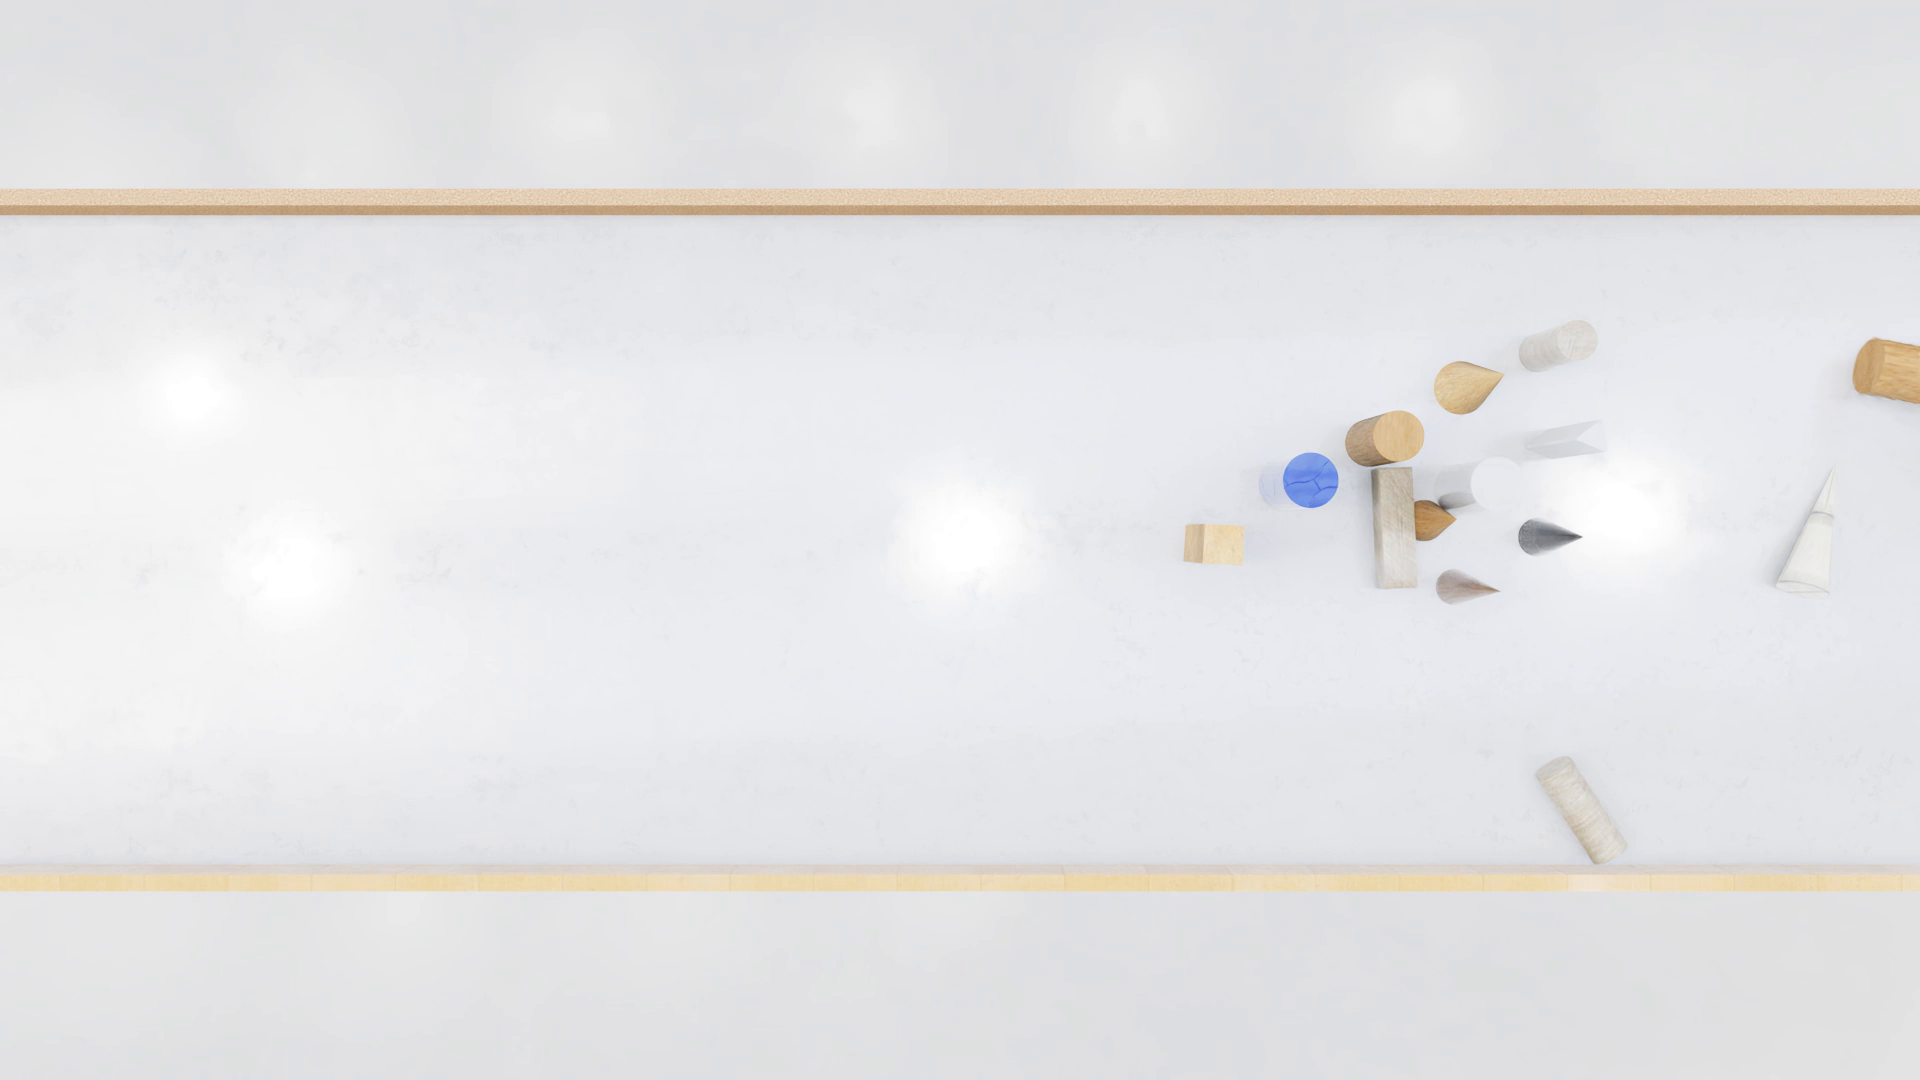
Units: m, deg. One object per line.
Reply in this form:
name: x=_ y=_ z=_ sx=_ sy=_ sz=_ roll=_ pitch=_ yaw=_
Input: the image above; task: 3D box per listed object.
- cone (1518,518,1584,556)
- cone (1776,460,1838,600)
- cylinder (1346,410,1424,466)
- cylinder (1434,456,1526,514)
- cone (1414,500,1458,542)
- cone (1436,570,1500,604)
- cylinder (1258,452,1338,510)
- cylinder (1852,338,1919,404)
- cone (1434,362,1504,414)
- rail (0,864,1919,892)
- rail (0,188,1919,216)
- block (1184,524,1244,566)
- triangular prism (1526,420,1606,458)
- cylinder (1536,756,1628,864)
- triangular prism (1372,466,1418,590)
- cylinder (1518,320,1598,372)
cone: x=1.778 y=-0.009 z=4.887 sx=0.121 sy=0.380 sz=0.121 roll=0 pitch=90 yaw=0
cone: x=2.629 y=-0.048 z=5.040 sx=0.148 sy=0.148 sz=0.435 roll=20 pitch=80 yaw=0
cylinder: x=1.259 y=-0.299 z=4.904 sx=0.148 sy=0.345 sz=0.148 roll=0 pitch=90 yaw=0
cylinder: x=1.543 y=-0.158 z=4.910 sx=0.159 sy=0.326 sz=0.159 roll=0 pitch=89 yaw=-2
cone: x=1.429 y=-0.060 z=4.908 sx=0.129 sy=0.336 sz=0.129 roll=0 pitch=90 yaw=0
cone: x=1.520 y=0.145 z=4.854 sx=0.111 sy=0.444 sz=0.111 roll=0 pitch=90 yaw=0
cylinder: x=0.999 y=-0.170 z=4.886 sx=0.160 sy=0.380 sz=0.160 roll=0 pitch=90 yaw=0
cylinder: x=2.964 y=-0.489 z=4.991 sx=0.434 sy=0.171 sz=0.171 roll=10 pitch=90 yaw=0
cone: x=1.541 y=-0.468 z=4.869 sx=0.166 sy=0.415 sz=0.166 roll=0 pitch=90 yaw=0
rail: x=-2.247 y=1.025 z=5.001 sx=12.000 sy=0.150 sz=0.050 roll=0 pitch=90 yaw=0
rail: x=-2.247 y=-1.025 z=5.002 sx=12.000 sy=0.150 sz=0.050 roll=0 pitch=90 yaw=0
block: x=0.747 y=0.013 z=4.875 sx=0.112 sy=0.404 sz=0.112 roll=3 pitch=90 yaw=0
triangular prism: x=1.797 y=-0.304 z=4.864 sx=0.092 sy=0.425 sz=0.080 roll=23 pitch=90 yaw=0
cylinder: x=1.891 y=0.821 z=5.017 sx=0.119 sy=0.119 sz=0.316 roll=-34 pitch=90 yaw=0
triangular prism: x=1.295 y=-0.036 z=4.993 sx=0.128 sy=0.111 sz=0.366 roll=-3 pitch=90 yaw=36
cylinder: x=1.778 y=-0.575 z=4.912 sx=0.117 sy=0.328 sz=0.117 roll=0 pitch=90 yaw=0
